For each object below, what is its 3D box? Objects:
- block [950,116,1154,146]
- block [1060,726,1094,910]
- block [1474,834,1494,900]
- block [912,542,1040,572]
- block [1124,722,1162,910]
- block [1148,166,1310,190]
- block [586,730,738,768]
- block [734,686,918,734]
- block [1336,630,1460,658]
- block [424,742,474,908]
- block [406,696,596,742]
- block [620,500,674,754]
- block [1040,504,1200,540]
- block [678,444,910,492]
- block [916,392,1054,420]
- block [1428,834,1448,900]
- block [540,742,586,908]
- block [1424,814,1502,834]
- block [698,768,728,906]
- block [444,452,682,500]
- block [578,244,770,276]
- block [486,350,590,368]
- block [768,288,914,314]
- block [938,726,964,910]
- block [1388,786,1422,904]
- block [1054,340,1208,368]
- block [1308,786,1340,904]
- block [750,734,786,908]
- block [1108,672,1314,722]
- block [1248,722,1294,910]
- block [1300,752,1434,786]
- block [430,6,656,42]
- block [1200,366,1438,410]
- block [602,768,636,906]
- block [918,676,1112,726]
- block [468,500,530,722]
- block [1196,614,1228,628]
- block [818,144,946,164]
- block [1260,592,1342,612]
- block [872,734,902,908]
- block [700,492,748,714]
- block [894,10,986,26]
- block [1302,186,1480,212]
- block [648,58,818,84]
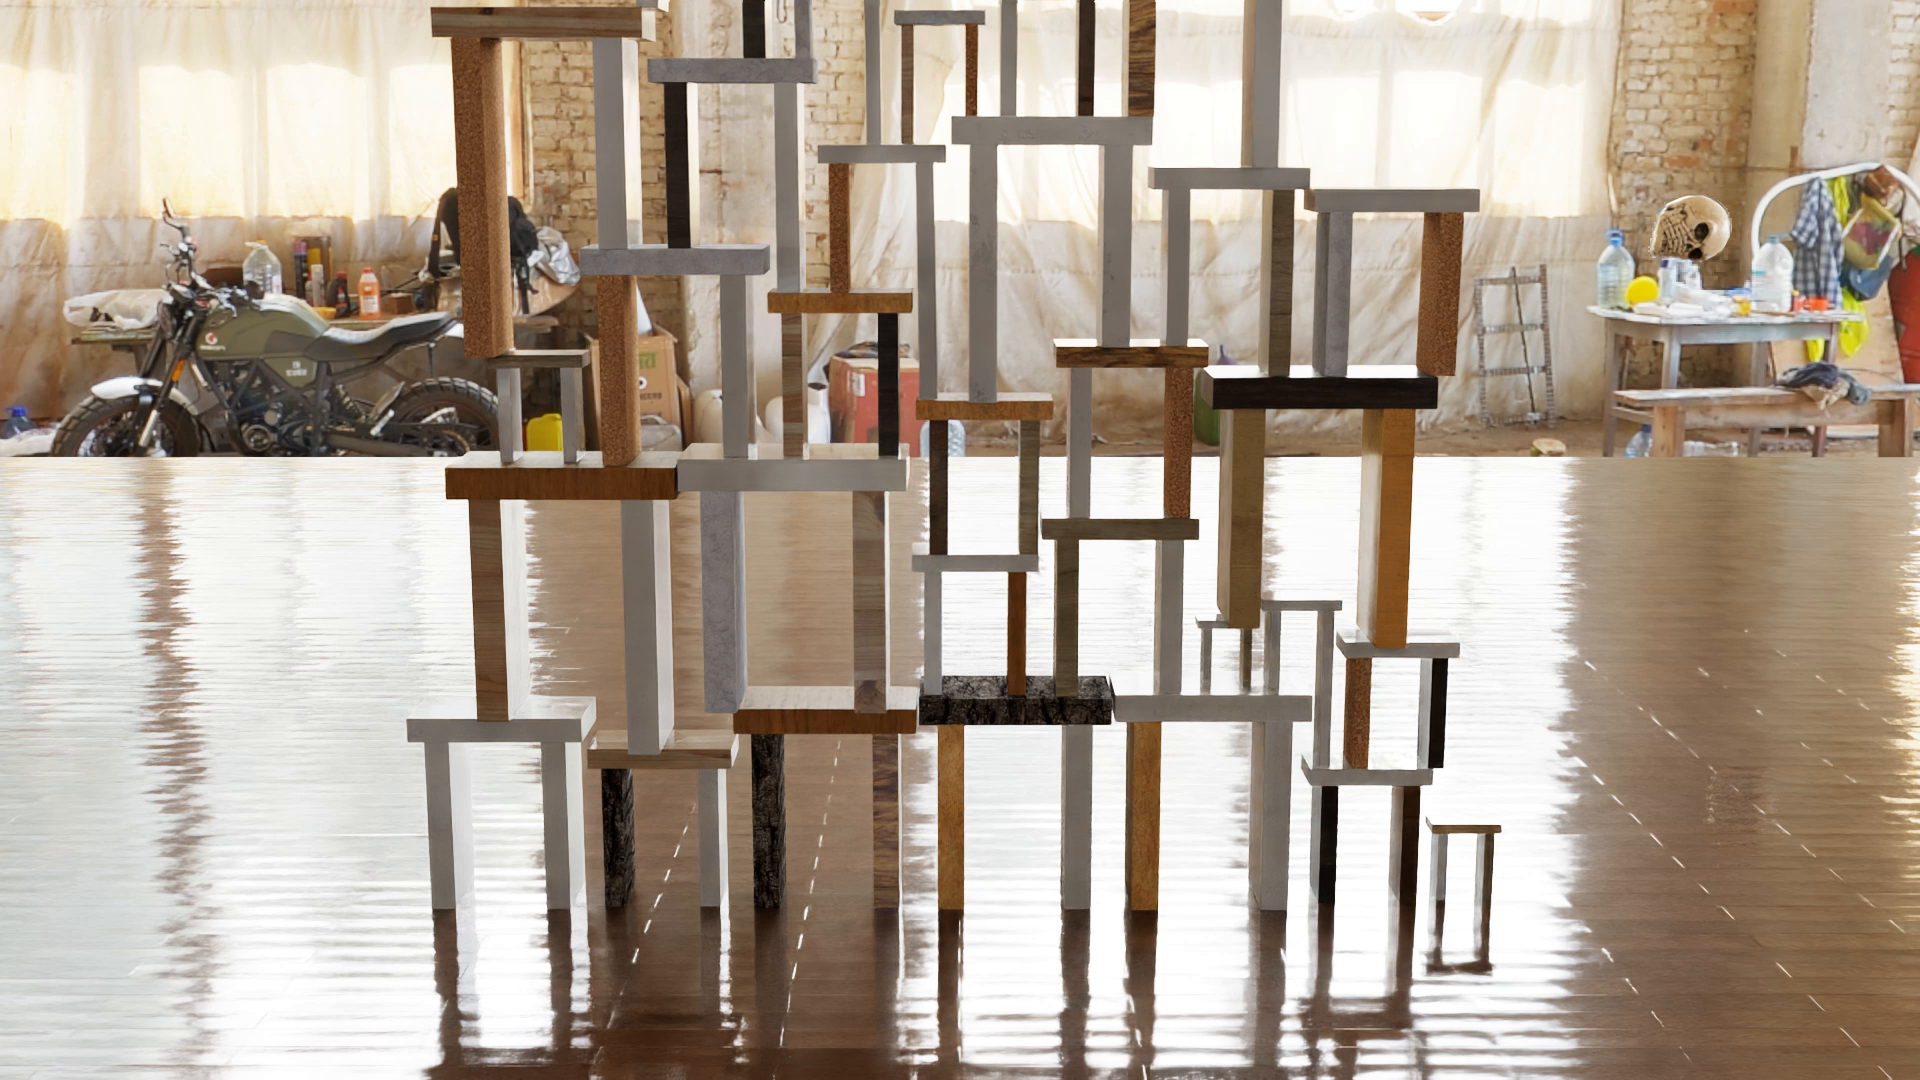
[{"bbox_3d":[0.140,-0.640,3.437,0.310,0.044,0.155,0,11,0],"label":"block"},{"bbox_3d":[0.193,0.437,3.644,0.044,0.311,0.155,0,11,0],"label":"block"},{"bbox_3d":[0.872,0.534,3.656,0.016,0.114,0.057,0,11,0],"label":"block"},{"bbox_3d":[0.024,0.028,3.561,0.203,0.029,0.102,0,11,-1],"label":"block"},{"bbox_3d":[0.302,0.434,3.641,0.045,0.317,0.158,0,11,0],"label":"block"},{"bbox_3d":[0.421,-0.570,3.457,0.242,0.034,0.121,0,11,0],"label":"block"},{"bbox_3d":[-0.488,0.344,3.620,0.234,0.033,0.117,0,11,0],"label":"block"},{"bbox_3d":[-0.218,0.279,3.616,0.294,0.042,0.147,0,11,0],"label":"block"},{"bbox_3d":[0.714,0.169,3.592,0.185,0.026,0.093,0,11,0],"label":"block"},{"bbox_3d":[-0.844,0.452,3.640,0.040,0.282,0.141,0,11,0],"label":"block"},{"bbox_3d":[-0.750,0.294,3.611,0.282,0.040,0.141,0,11,0],"label":"block"},{"bbox_3d":[-0.507,0.124,3.578,0.051,0.414,0.180,0,11,0],"label":"block"},{"bbox_3d":[0.256,-0.028,3.551,0.250,0.035,0.125,0,11,0],"label":"block"},{"bbox_3d":[-0.263,-0.118,3.533,0.359,0.051,0.180,0,11,0],"label":"block"},{"bbox_3d":[0.039,-0.214,3.516,0.216,0.031,0.108,0,11,0],"label":"block"},{"bbox_3d":[0.796,0.534,3.656,0.016,0.114,0.057,0,11,0],"label":"block"},{"bbox_3d":[-0.656,0.452,3.640,0.040,0.282,0.141,0,11,0],"label":"block"},{"bbox_3d":[0.834,0.470,3.644,0.114,0.016,0.057,0,11,0],"label":"block"},{"bbox_3d":[-0.409,0.475,3.645,0.033,0.234,0.117,0,11,0],"label":"block"},{"bbox_3d":[-0.627,-0.104,3.536,0.360,0.051,0.180,0,11,0],"label":"block"},{"bbox_3d":[-0.448,-0.444,3.476,0.285,0.040,0.143,0,11,0],"label":"block"},{"bbox_3d":[-0.671,-0.288,3.505,0.150,0.021,0.075,0,11,-1],"label":"block"},{"bbox_3d":[-0.188,-0.380,3.488,0.225,0.032,0.113,0,11,0],"label":"block"},{"bbox_3d":[-0.014,0.437,3.644,0.044,0.311,0.155,0,11,0],"label":"block"},{"bbox_3d":[0.738,0.491,3.655,0.028,0.201,0.100,0,11,0],"label":"block"},{"bbox_3d":[0.270,-0.298,3.505,0.238,0.034,0.119,0,11,0],"label":"block"},{"bbox_3d":[0.604,0.491,3.655,0.028,0.201,0.100,0,11,0],"label":"block"},{"bbox_3d":[-0.316,0.444,3.647,0.042,0.294,0.147,0,11,0],"label":"block"},{"bbox_3d":[0.408,0.256,3.608,0.317,0.045,0.158,0,11,0],"label":"block"},{"bbox_3d":[0.513,0.434,3.641,0.045,0.317,0.158,0,11,0],"label":"block"},{"bbox_3d":[0.671,0.378,3.634,0.201,0.028,0.100,0,11,0],"label":"block"},{"bbox_3d":[-0.642,-0.799,3.408,0.319,0.045,0.159,0,11,-1],"label":"block"},{"bbox_3d":[0.570,-0.245,3.517,0.351,0.050,0.175,0,11,0],"label":"block"},{"bbox_3d":[-0.566,0.475,3.645,0.033,0.234,0.117,0,11,0],"label":"block"},{"bbox_3d":[0.089,0.262,3.611,0.311,0.044,0.155,0,11,0],"label":"block"},{"bbox_3d":[-0.747,0.098,3.573,0.051,0.360,0.180,0,11,0],"label":"block"},{"bbox_3d":[0.434,0.133,3.581,0.097,0.014,0.049,0,11,0],"label":"block"},{"bbox_3d":[-0.123,-0.605,3.445,0.199,0.028,0.099,-1,11,-2],"label":"block"},{"bbox_3d":[0.552,0.100,3.574,0.129,0.018,0.064,0,11,0],"label":"block"},{"bbox_3d":[-0.120,0.444,3.647,0.042,0.294,0.147,0,11,0],"label":"block"},{"bbox_3d":[-0.383,0.084,3.571,0.051,0.359,0.180,0,11,0],"label":"block"},{"bbox_3d":[-0.030,-0.808,3.404,0.139,0.020,0.070,0,11,2],"label":"block"},{"bbox_3d":[0.676,-0.535,3.457,0.254,0.036,0.127,0,11,0],"label":"block"},{"bbox_3d":[-0.351,-0.730,3.422,0.253,0.036,0.126,0,11,0],"label":"block"}]
